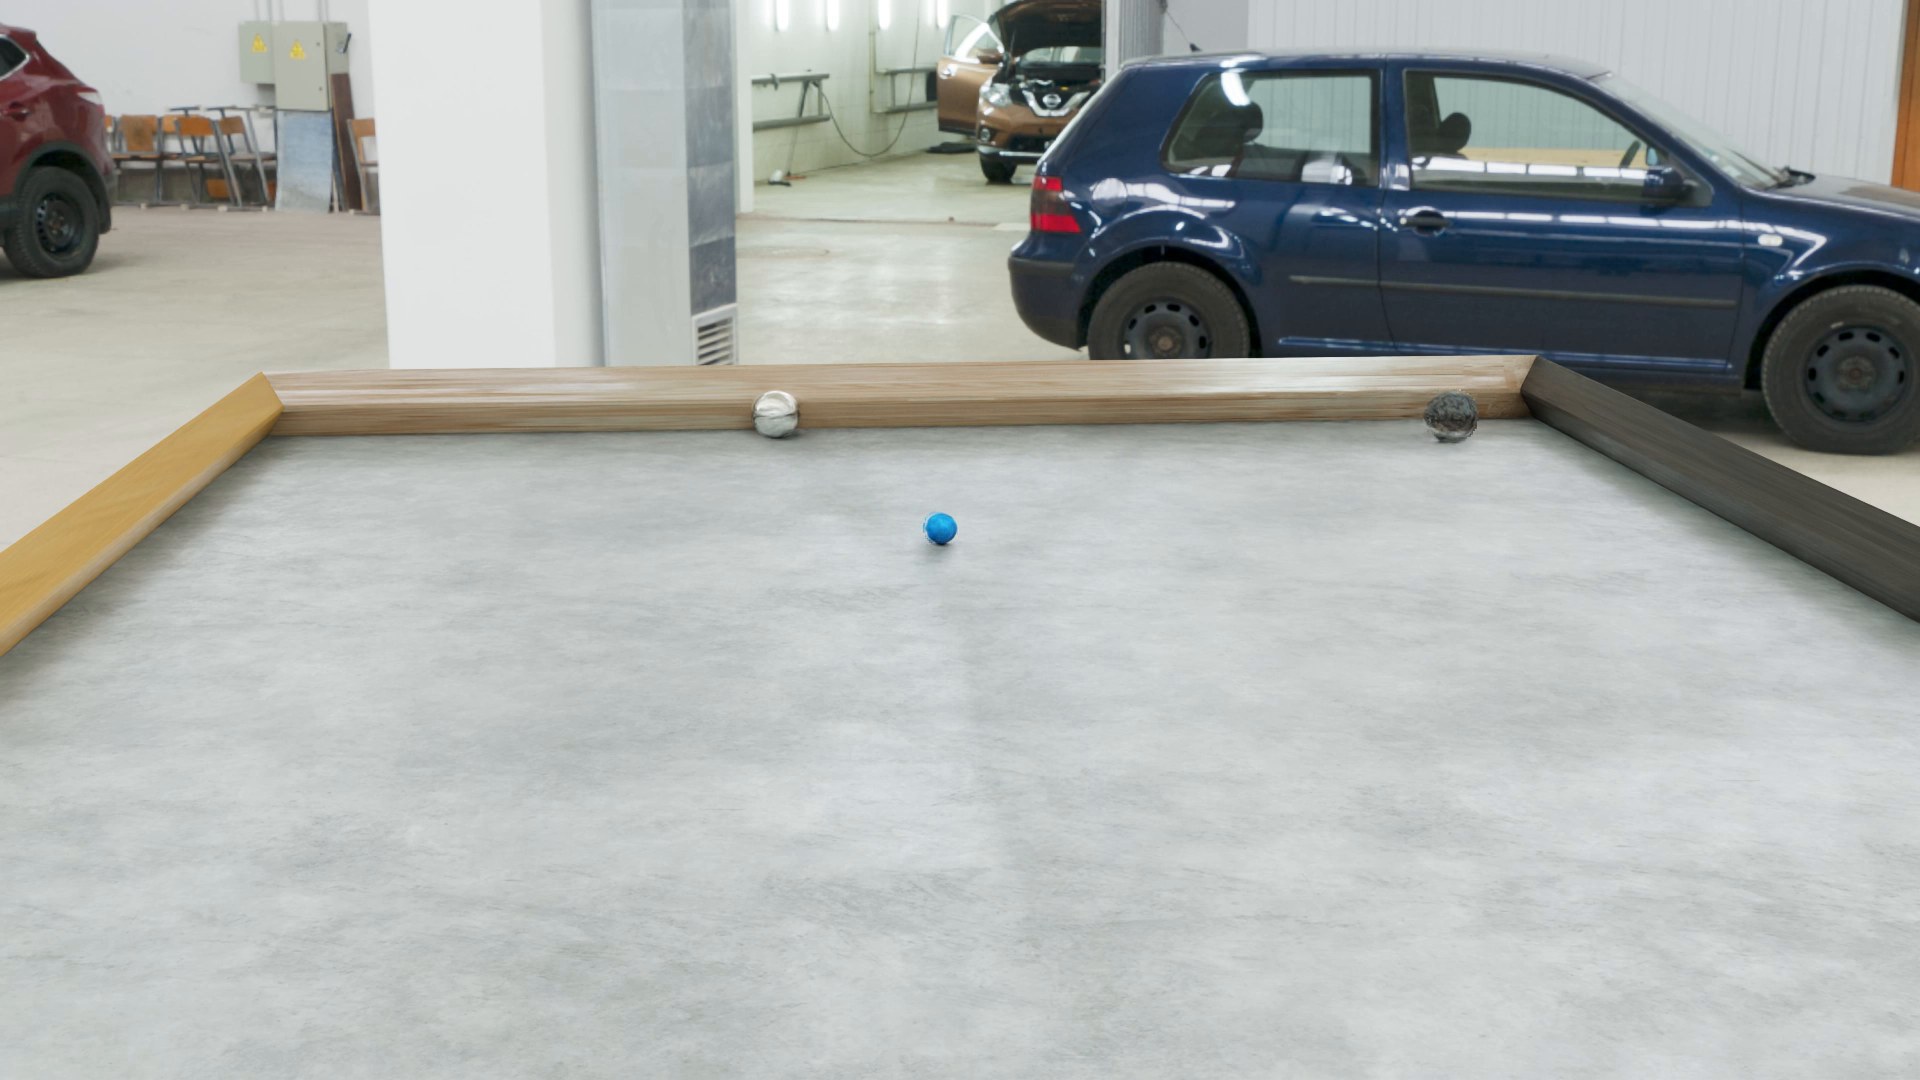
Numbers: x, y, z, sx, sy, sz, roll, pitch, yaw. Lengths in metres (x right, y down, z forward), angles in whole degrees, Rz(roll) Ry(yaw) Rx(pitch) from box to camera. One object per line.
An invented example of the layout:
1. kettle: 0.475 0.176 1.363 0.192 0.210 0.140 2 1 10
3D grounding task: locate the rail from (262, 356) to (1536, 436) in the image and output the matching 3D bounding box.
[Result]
1. rail: -0.082 -0.261 4.006 2.335 0.116 0.045 -1 14 -5

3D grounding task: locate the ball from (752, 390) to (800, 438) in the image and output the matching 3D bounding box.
1. ball: -0.327 -0.224 3.923 0.085 0.085 0.085 0 13 0

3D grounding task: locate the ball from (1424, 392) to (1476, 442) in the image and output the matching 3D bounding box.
1. ball: 0.868 -0.219 3.889 0.090 0.090 0.090 0 13 0

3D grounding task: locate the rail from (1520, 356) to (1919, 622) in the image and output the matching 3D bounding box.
1. rail: 1.224 0.193 2.110 0.045 0.116 4.146 -1 14 -5

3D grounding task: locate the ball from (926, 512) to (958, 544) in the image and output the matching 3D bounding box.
1. ball: -0.026 -0.017 3.144 0.045 0.045 0.045 0 13 0

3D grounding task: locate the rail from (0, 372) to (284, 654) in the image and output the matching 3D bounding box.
1. rail: -1.056 0.237 1.929 0.045 0.116 4.146 -1 14 -5
